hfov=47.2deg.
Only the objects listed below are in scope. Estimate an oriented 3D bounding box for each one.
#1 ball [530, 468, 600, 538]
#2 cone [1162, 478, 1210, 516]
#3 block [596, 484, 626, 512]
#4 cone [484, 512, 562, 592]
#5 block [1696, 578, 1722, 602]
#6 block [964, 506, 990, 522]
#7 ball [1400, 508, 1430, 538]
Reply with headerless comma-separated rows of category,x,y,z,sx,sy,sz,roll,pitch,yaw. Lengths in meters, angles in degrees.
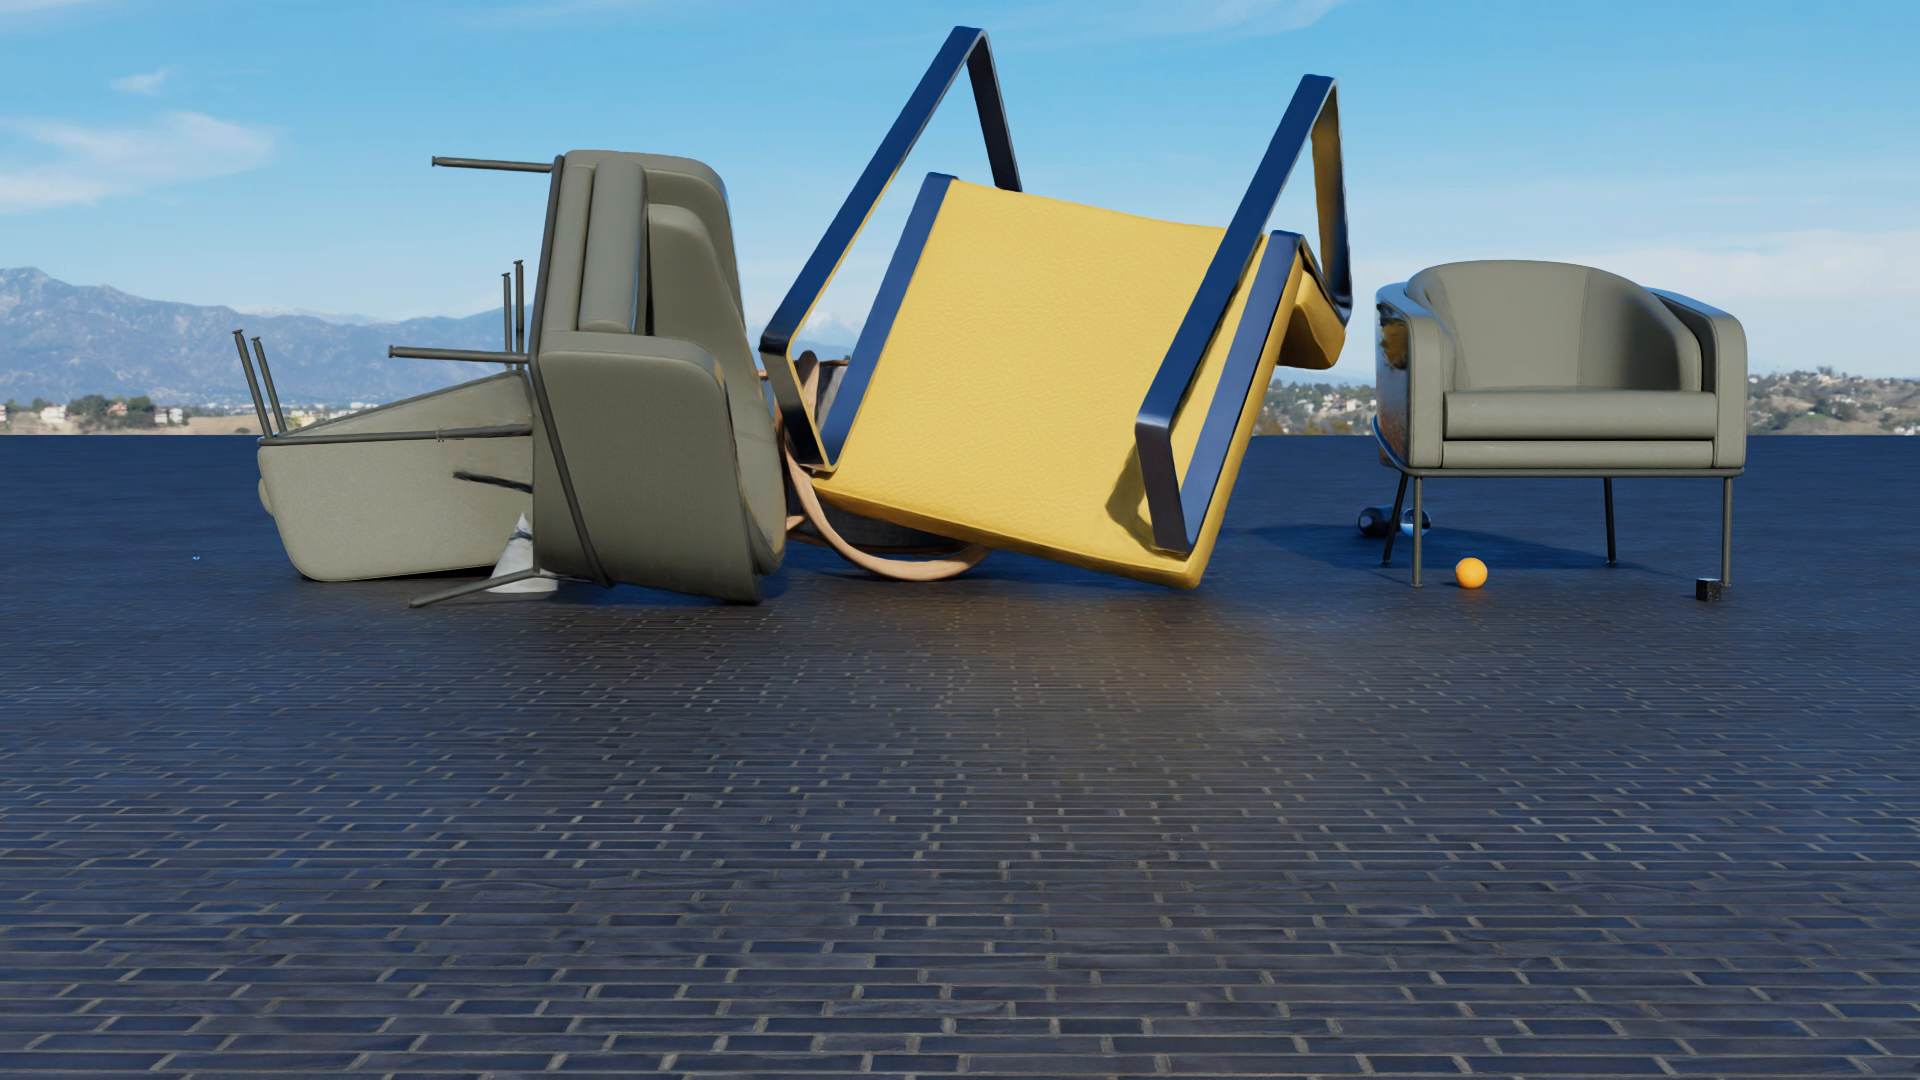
ball,-1.198,-0.115,6.671,0.211,0.211,0.211,0,4,0
cone,0.777,-0.118,7.750,0.151,0.159,0.147,-28,17,19
block,-1.297,-0.157,8.123,0.089,0.097,0.114,-3,5,-35
cone,-0.980,0.023,4.934,0.180,0.174,0.162,-4,5,-43
block,1.592,0.106,4.678,0.035,0.044,0.037,-1,4,-17
block,0.056,-0.086,7.417,0.084,0.053,0.059,0,4,4
ball,1.371,-0.051,6.625,0.092,0.092,0.092,0,4,0
